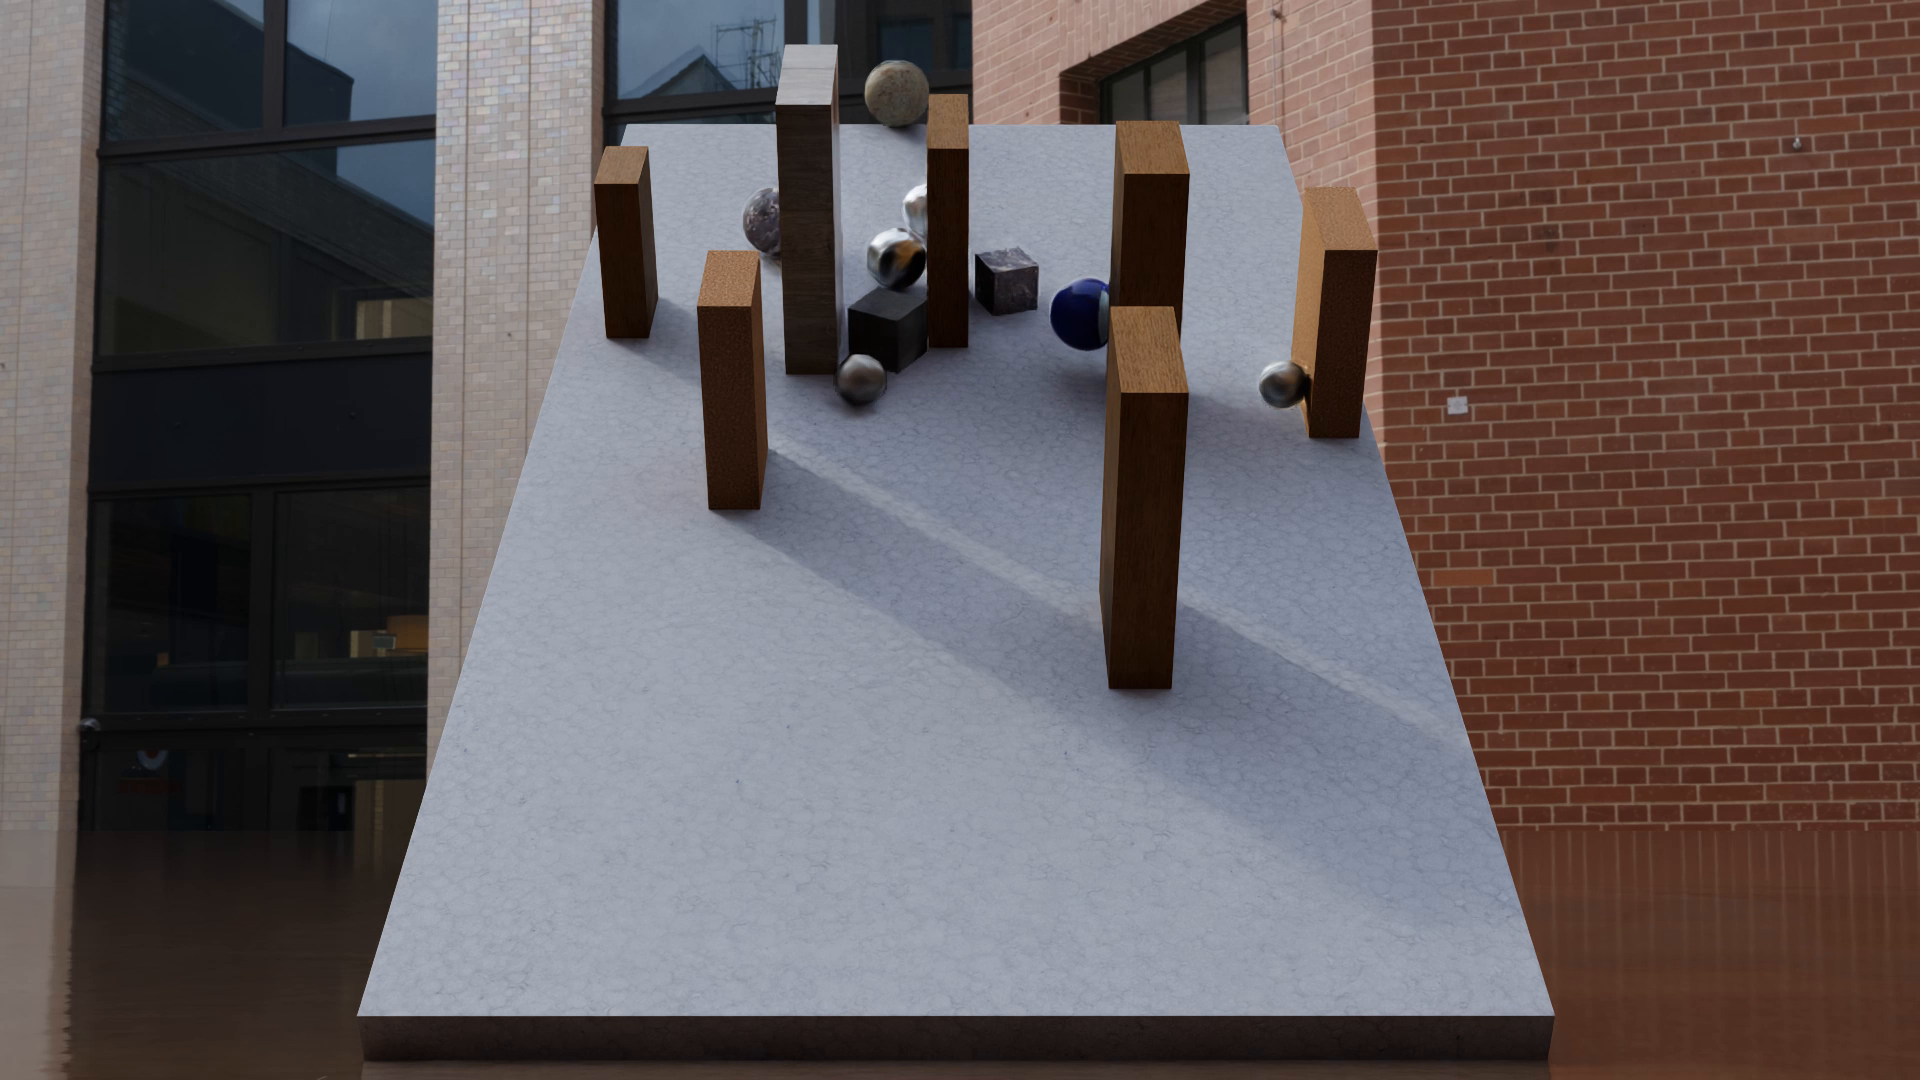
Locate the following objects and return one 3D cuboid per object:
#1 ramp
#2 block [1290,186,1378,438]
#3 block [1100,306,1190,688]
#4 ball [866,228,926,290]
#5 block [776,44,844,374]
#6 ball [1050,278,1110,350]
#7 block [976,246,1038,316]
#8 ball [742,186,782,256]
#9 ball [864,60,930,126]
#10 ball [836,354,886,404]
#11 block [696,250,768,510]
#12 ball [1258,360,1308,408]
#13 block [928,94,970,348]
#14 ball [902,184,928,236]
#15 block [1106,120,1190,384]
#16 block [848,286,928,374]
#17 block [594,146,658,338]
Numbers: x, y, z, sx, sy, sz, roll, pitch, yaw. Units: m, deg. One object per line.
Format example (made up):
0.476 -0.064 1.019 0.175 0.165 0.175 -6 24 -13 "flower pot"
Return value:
-0.014 -0.199 5.799 2.000 0.100 4.000 0 31 0 "ramp"
0.888 -0.545 5.811 0.120 0.486 0.363 0 31 0 "block"
0.362 -0.084 4.868 0.126 0.670 0.369 0 31 0 "block"
-0.168 -0.746 6.450 0.161 0.161 0.161 0 -7 0 "ball"
-0.369 -0.820 6.043 0.130 0.708 0.408 0 31 0 "block"
0.314 -0.560 6.035 0.181 0.181 0.181 0 -7 0 "ball"
0.122 -0.676 6.371 0.125 0.125 0.125 -12 33 -19 "block"
-0.498 -0.868 6.624 0.186 0.186 0.186 0 -7 0 "ball"
-0.192 -1.367 7.438 0.201 0.201 0.201 0 -7 0 "ball"
-0.241 -0.391 5.900 0.122 0.122 0.122 0 -7 0 "ball"
-0.508 -0.360 5.476 0.116 0.506 0.288 0 31 0 "block"
0.770 -0.371 5.795 0.117 0.117 0.117 0 -7 0 "ball"
-0.030 -0.814 6.200 0.101 0.538 0.367 0 31 0 "block"
-0.089 -0.913 6.741 0.146 0.146 0.146 0 -7 0 "ball"
0.437 -0.609 5.731 0.146 0.676 0.317 0 31 0 "block"
-0.180 -0.527 6.104 0.145 0.145 0.145 17 35 25 "block"
-0.850 -0.761 6.216 0.109 0.424 0.245 0 31 0 "block"
